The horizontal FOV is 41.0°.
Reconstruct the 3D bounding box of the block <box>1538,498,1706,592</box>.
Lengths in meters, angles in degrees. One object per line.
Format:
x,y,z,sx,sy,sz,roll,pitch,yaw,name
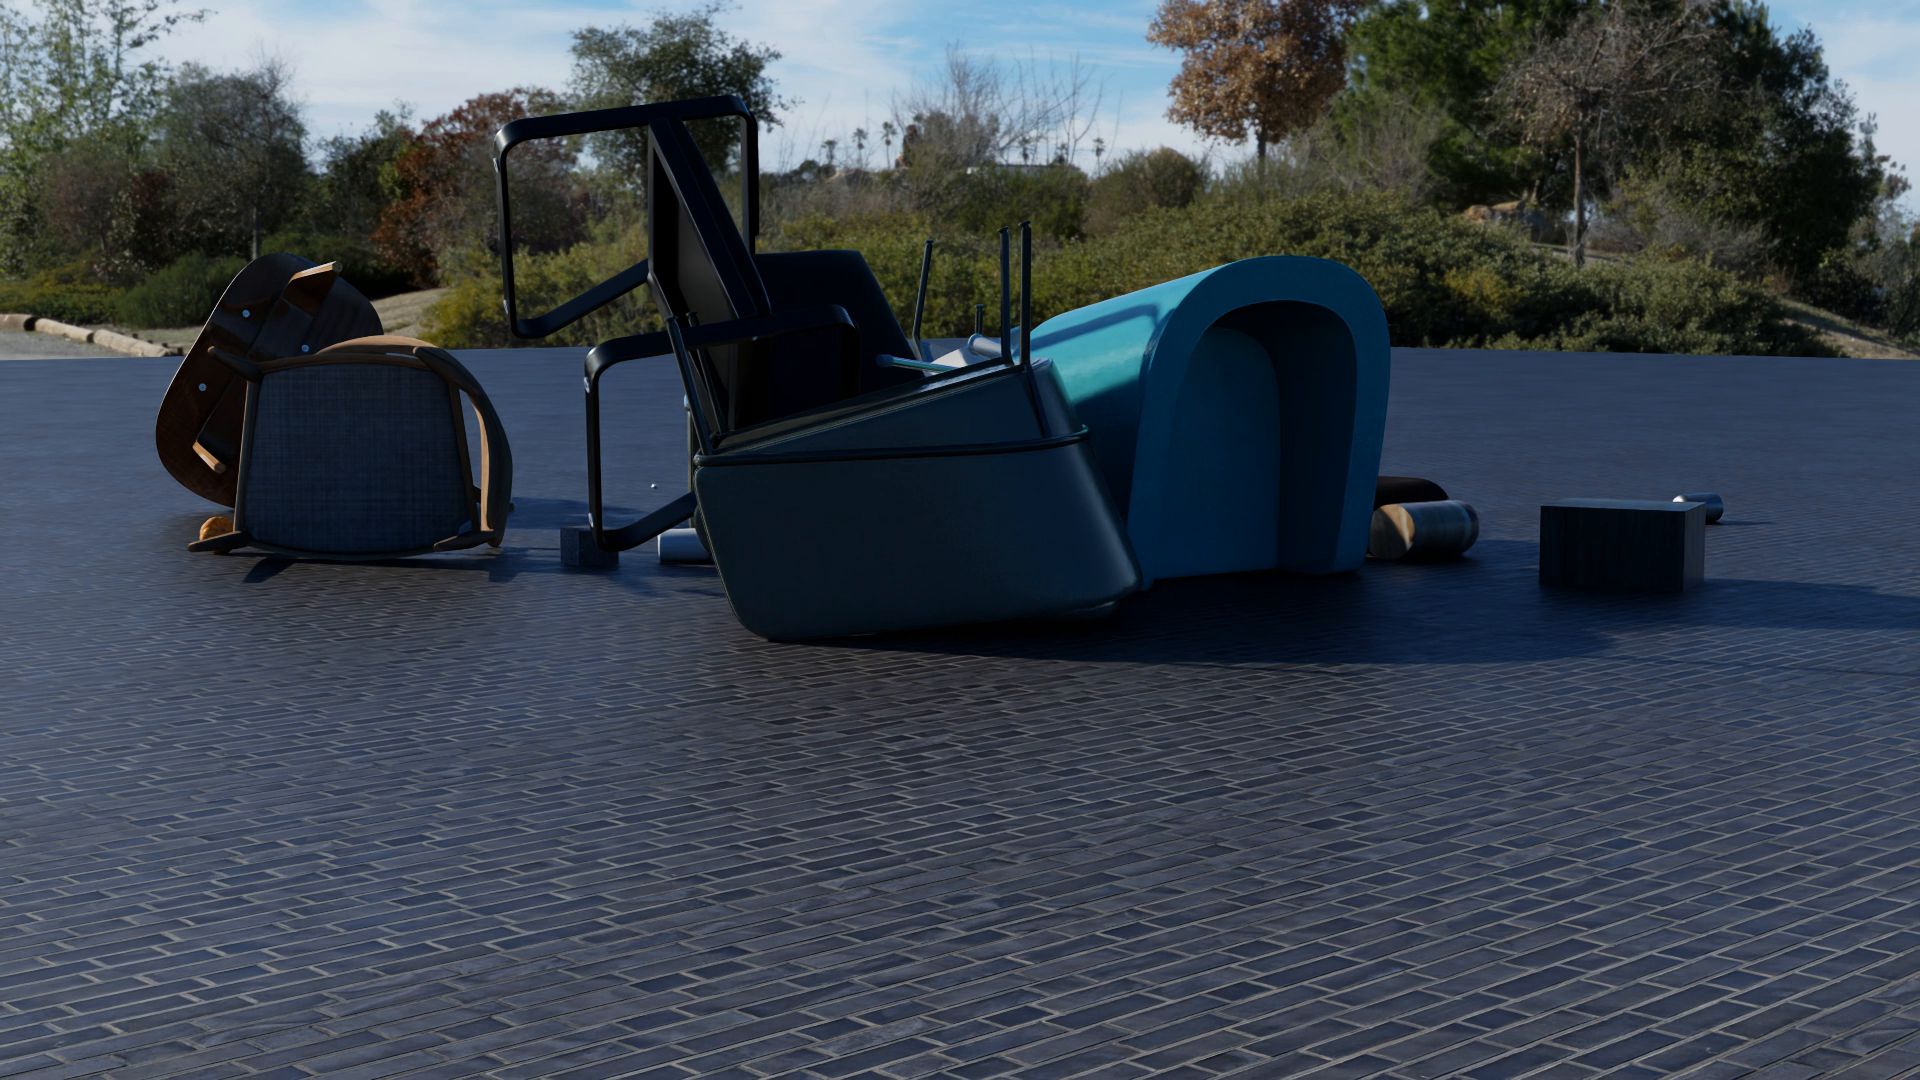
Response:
1.426,0.007,5.519,0.301,0.169,0.238,3,7,26,block

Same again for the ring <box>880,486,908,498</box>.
-0.196,-0.141,7.628,0.067,0.032,0.111,-3,8,-41,ring

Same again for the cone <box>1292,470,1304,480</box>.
1.054,-0.193,7.991,0.074,0.060,0.042,-3,6,-24,cone

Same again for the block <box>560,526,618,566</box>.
-0.853,0.012,5.904,0.096,0.079,0.112,-3,7,-30,block

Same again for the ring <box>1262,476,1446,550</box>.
0.975,-0.069,6.317,0.463,0.159,0.459,0,5,9,ring

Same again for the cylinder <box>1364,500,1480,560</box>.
1.080,-0.024,6.005,0.211,0.129,0.168,-4,-6,-35,cylinder
